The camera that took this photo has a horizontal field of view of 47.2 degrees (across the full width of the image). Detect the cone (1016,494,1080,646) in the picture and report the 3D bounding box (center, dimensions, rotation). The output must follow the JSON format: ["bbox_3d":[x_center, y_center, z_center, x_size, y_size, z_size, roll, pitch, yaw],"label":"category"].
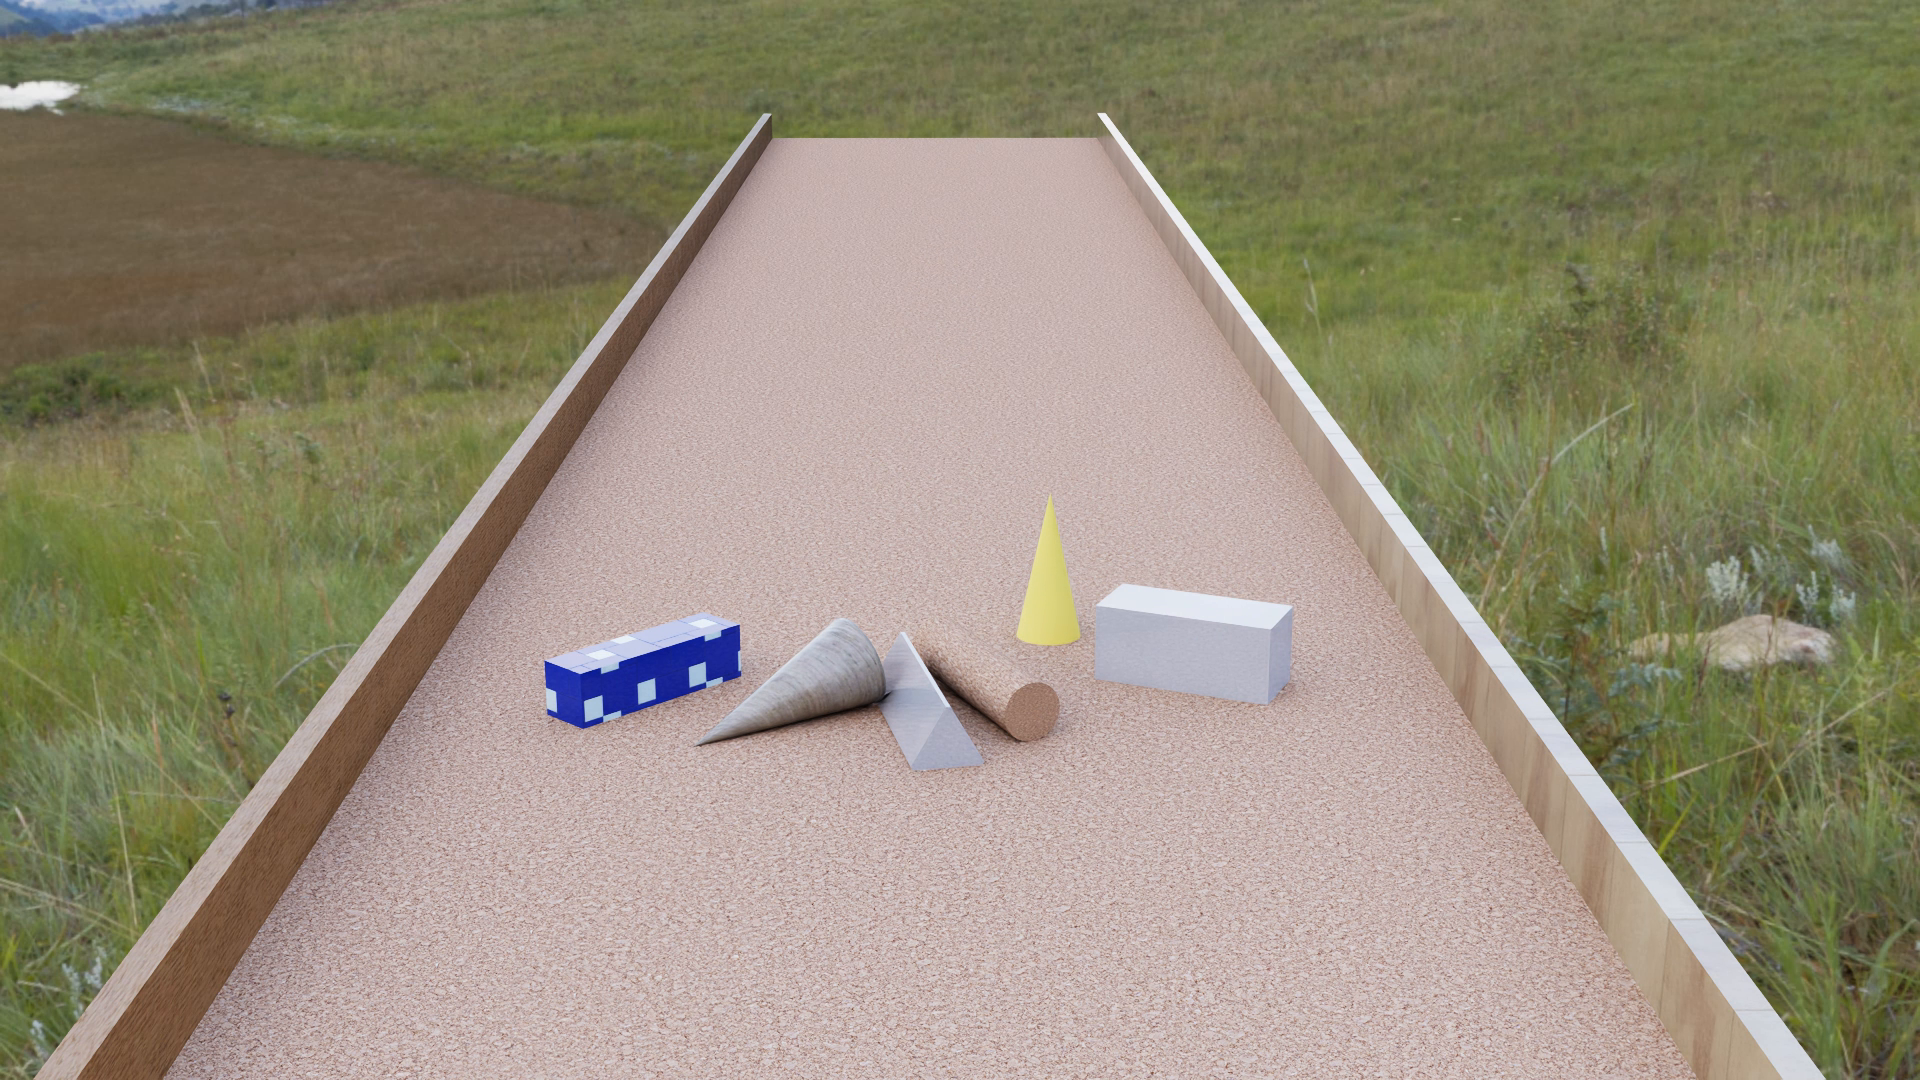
[{"bbox_3d":[0.184,0.050,4.521,0.133,0.307,0.133,0,17,0],"label":"cone"}]

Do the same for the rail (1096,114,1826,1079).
[{"bbox_3d":[0.932,-0.844,7.801,0.050,0.150,12.000,0,17,-1],"label":"rail"}]

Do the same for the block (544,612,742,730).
[{"bbox_3d":[-0.602,0.246,4.210,0.108,0.108,0.387,15,22,41],"label":"block"}]

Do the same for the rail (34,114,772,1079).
[{"bbox_3d":[-1.118,-0.838,7.780,0.050,0.150,12.000,0,17,-1],"label":"rail"}]

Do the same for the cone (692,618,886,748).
[{"bbox_3d":[-0.340,0.301,4.063,0.377,0.176,0.176,-27,28,-30],"label":"cone"}]

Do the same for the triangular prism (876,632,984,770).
[{"bbox_3d":[-0.066,0.287,4.051,0.130,0.113,0.413,-3,17,-12],"label":"triangular prism"}]

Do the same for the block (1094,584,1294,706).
[{"bbox_3d":[0.455,0.200,4.286,0.351,0.152,0.152,7,18,23],"label":"block"}]

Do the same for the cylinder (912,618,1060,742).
[{"bbox_3d":[0.044,0.258,4.160,0.113,0.113,0.410,-8,18,-24],"label":"cylinder"}]
